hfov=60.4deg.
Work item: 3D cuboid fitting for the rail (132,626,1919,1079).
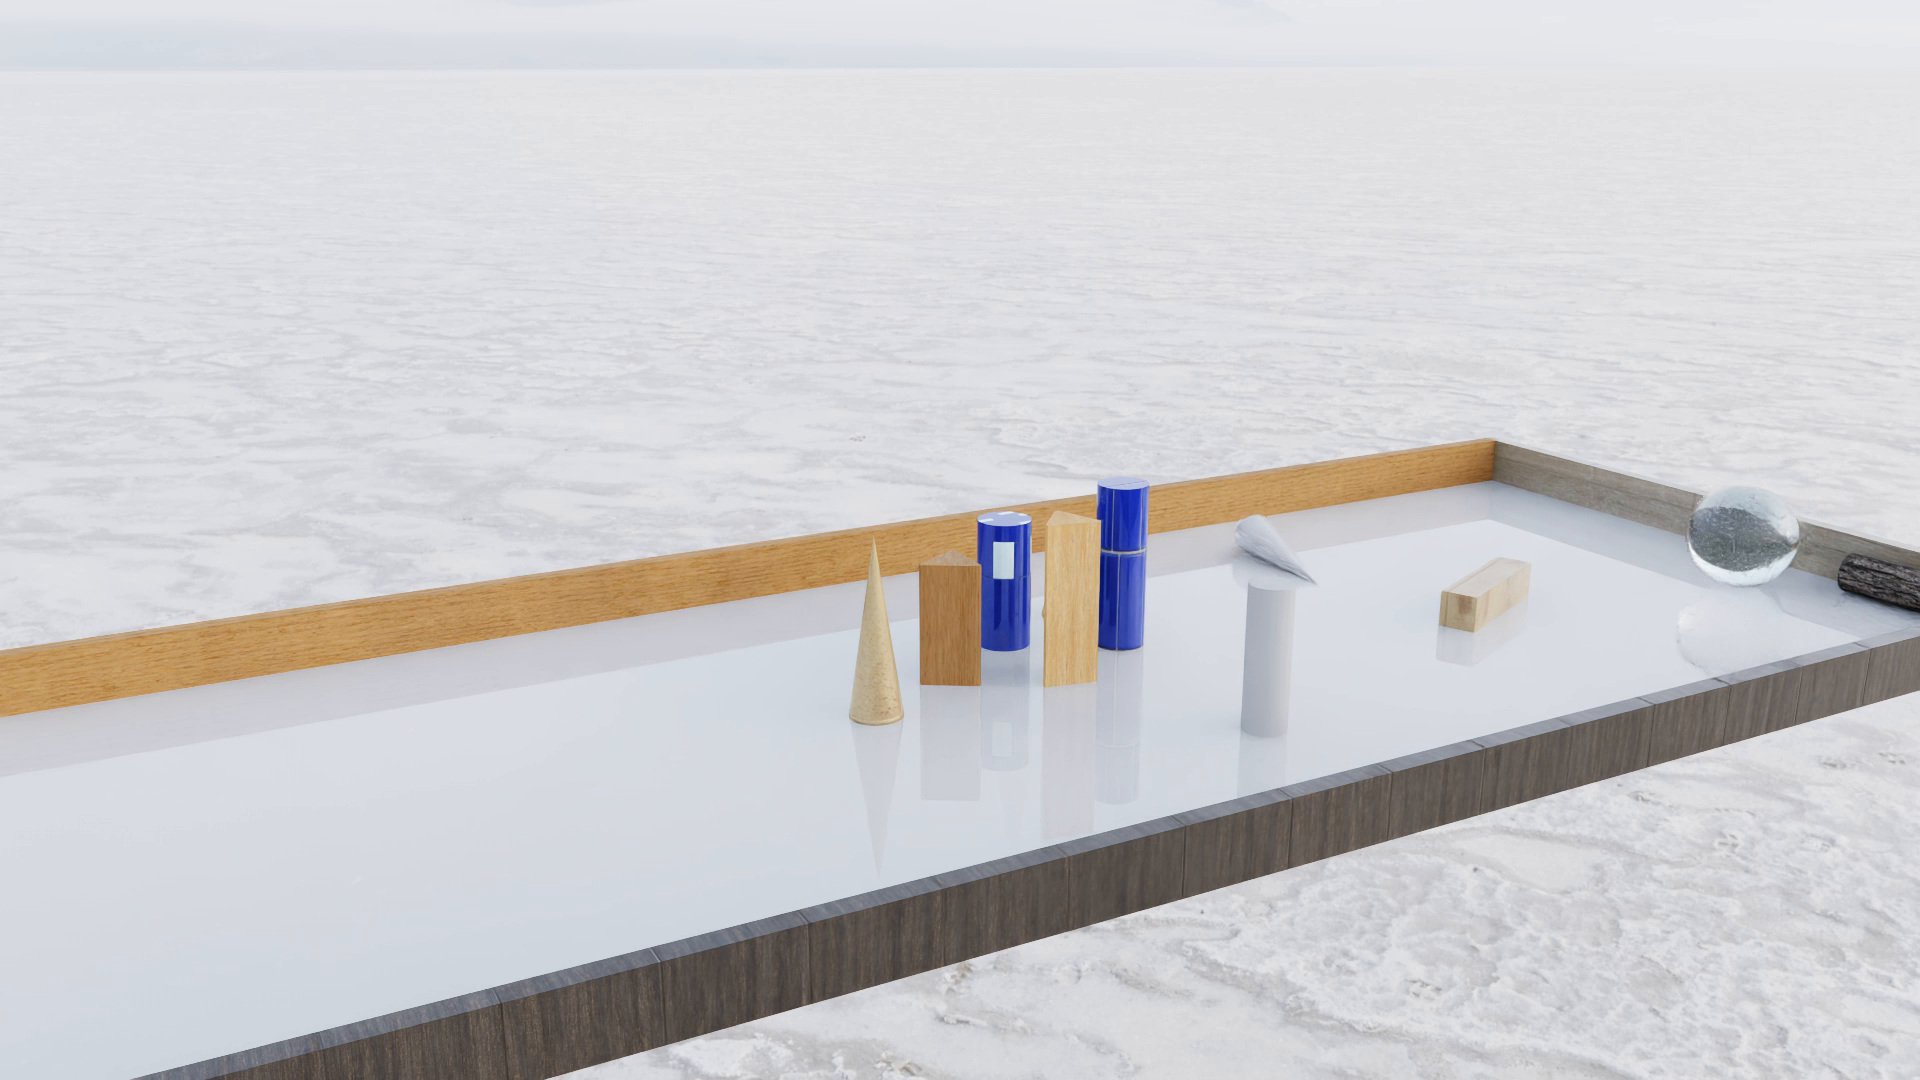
[{"bbox_3d":[-2.336,1.006,1.665,12.000,0.150,0.050,-9,18,-27],"label":"rail"}]

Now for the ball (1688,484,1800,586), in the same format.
[{"bbox_3d":[2.311,-0.013,4.868,0.299,0.299,0.299,0,16,0],"label":"ball"}]

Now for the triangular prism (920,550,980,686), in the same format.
[{"bbox_3d":[-0.021,0.194,4.139,0.151,0.314,0.131,1,16,3],"label":"triangular prism"}]

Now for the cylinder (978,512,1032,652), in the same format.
[{"bbox_3d":[0.117,0.109,4.373,0.143,0.344,0.143,0,16,0],"label":"cylinder"}]

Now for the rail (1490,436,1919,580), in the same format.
[{"bbox_3d":[2.466,-0.048,5.253,0.050,0.150,2.100,-9,18,-27],"label":"rail"}]

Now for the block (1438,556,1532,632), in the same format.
[{"bbox_3d":[1.488,0.150,4.664,0.101,0.101,0.412,13,21,36],"label":"block"}]

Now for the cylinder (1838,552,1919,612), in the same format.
[{"bbox_3d":[2.701,0.141,4.670,0.117,0.117,0.386,-9,18,-27],"label":"cylinder"}]

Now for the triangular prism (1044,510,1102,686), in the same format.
[{"bbox_3d":[0.259,0.143,4.125,0.142,0.418,0.123,-5,17,-16],"label":"triangular prism"}]

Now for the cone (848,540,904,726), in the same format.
[{"bbox_3d":[-0.199,0.203,3.870,0.133,0.447,0.133,0,16,0],"label":"cone"}]

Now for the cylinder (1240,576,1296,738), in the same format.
[{"bbox_3d":[0.710,0.269,3.805,0.108,0.357,0.108,0,16,0],"label":"cylinder"}]

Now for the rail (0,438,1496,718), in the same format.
[{"bbox_3d":[-3.305,0.497,3.399,12.000,0.150,0.050,-9,18,-27],"label":"rail"}]

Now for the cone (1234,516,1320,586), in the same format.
[{"bbox_3d":[0.995,0.058,5.052,0.121,0.121,0.403,-6,26,-21],"label":"cone"}]

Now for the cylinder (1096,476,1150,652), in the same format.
[{"bbox_3d":[0.425,0.063,4.355,0.136,0.442,0.136,0,16,0],"label":"cylinder"}]

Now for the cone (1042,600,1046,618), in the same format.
[{"bbox_3d":[0.297,0.065,4.597,0.136,0.302,0.136,0,16,0],"label":"cone"}]
